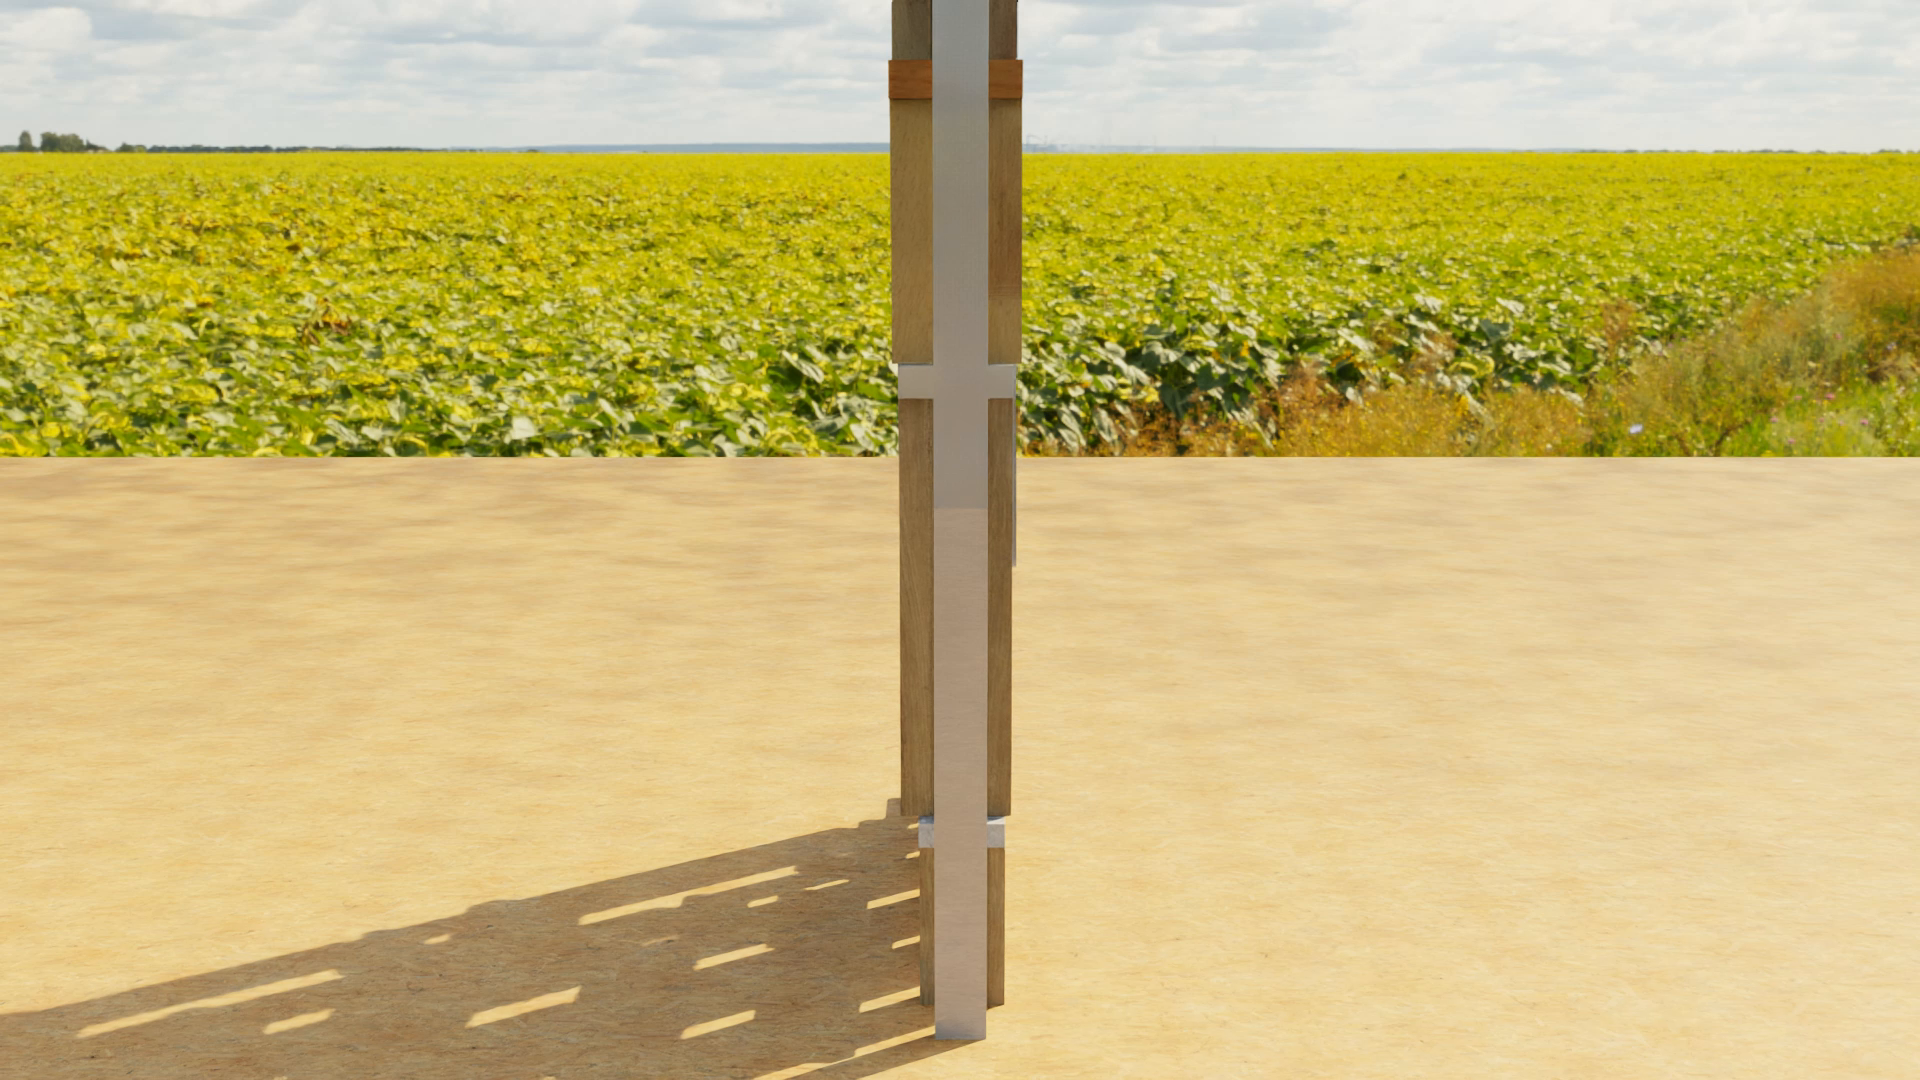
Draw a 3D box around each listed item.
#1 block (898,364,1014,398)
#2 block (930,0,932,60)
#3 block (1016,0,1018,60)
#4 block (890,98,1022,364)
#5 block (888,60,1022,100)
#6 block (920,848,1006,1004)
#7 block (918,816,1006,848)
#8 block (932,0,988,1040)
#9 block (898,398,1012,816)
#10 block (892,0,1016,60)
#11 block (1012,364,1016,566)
[{"bbox_3d":[-0.005,-0.245,3.175,0.159,0.045,0.318,0,10,0],"label":"block"},{"bbox_3d":[-0.003,-0.714,2.929,0.072,0.145,0.021,0,10,1],"label":"block"},{"bbox_3d":[0.000,-0.779,3.355,0.175,0.435,0.050,0,10,1],"label":"block"},{"bbox_3d":[-0.005,-0.425,3.034,0.180,0.359,0.051,0,10,0],"label":"block"},{"bbox_3d":[-0.005,-0.648,3.115,0.180,0.051,0.359,0,10,0],"label":"block"},{"bbox_3d":[0.003,0.552,3.197,0.123,0.247,0.035,0,11,0],"label":"block"},{"bbox_3d":[0.003,0.399,3.252,0.123,0.035,0.247,0,11,0],"label":"block"},{"bbox_3d":[0.001,-0.035,2.955,0.072,1.489,0.021,0,11,0],"label":"block"},{"bbox_3d":[-0.006,0.095,3.131,0.159,0.607,0.045,0,11,0],"label":"block"},{"bbox_3d":[-0.009,-0.825,2.996,0.170,0.339,0.048,0,10,0],"label":"block"},{"bbox_3d":[0.002,-0.130,3.421,0.171,0.341,0.048,0,10,0],"label":"block"}]
